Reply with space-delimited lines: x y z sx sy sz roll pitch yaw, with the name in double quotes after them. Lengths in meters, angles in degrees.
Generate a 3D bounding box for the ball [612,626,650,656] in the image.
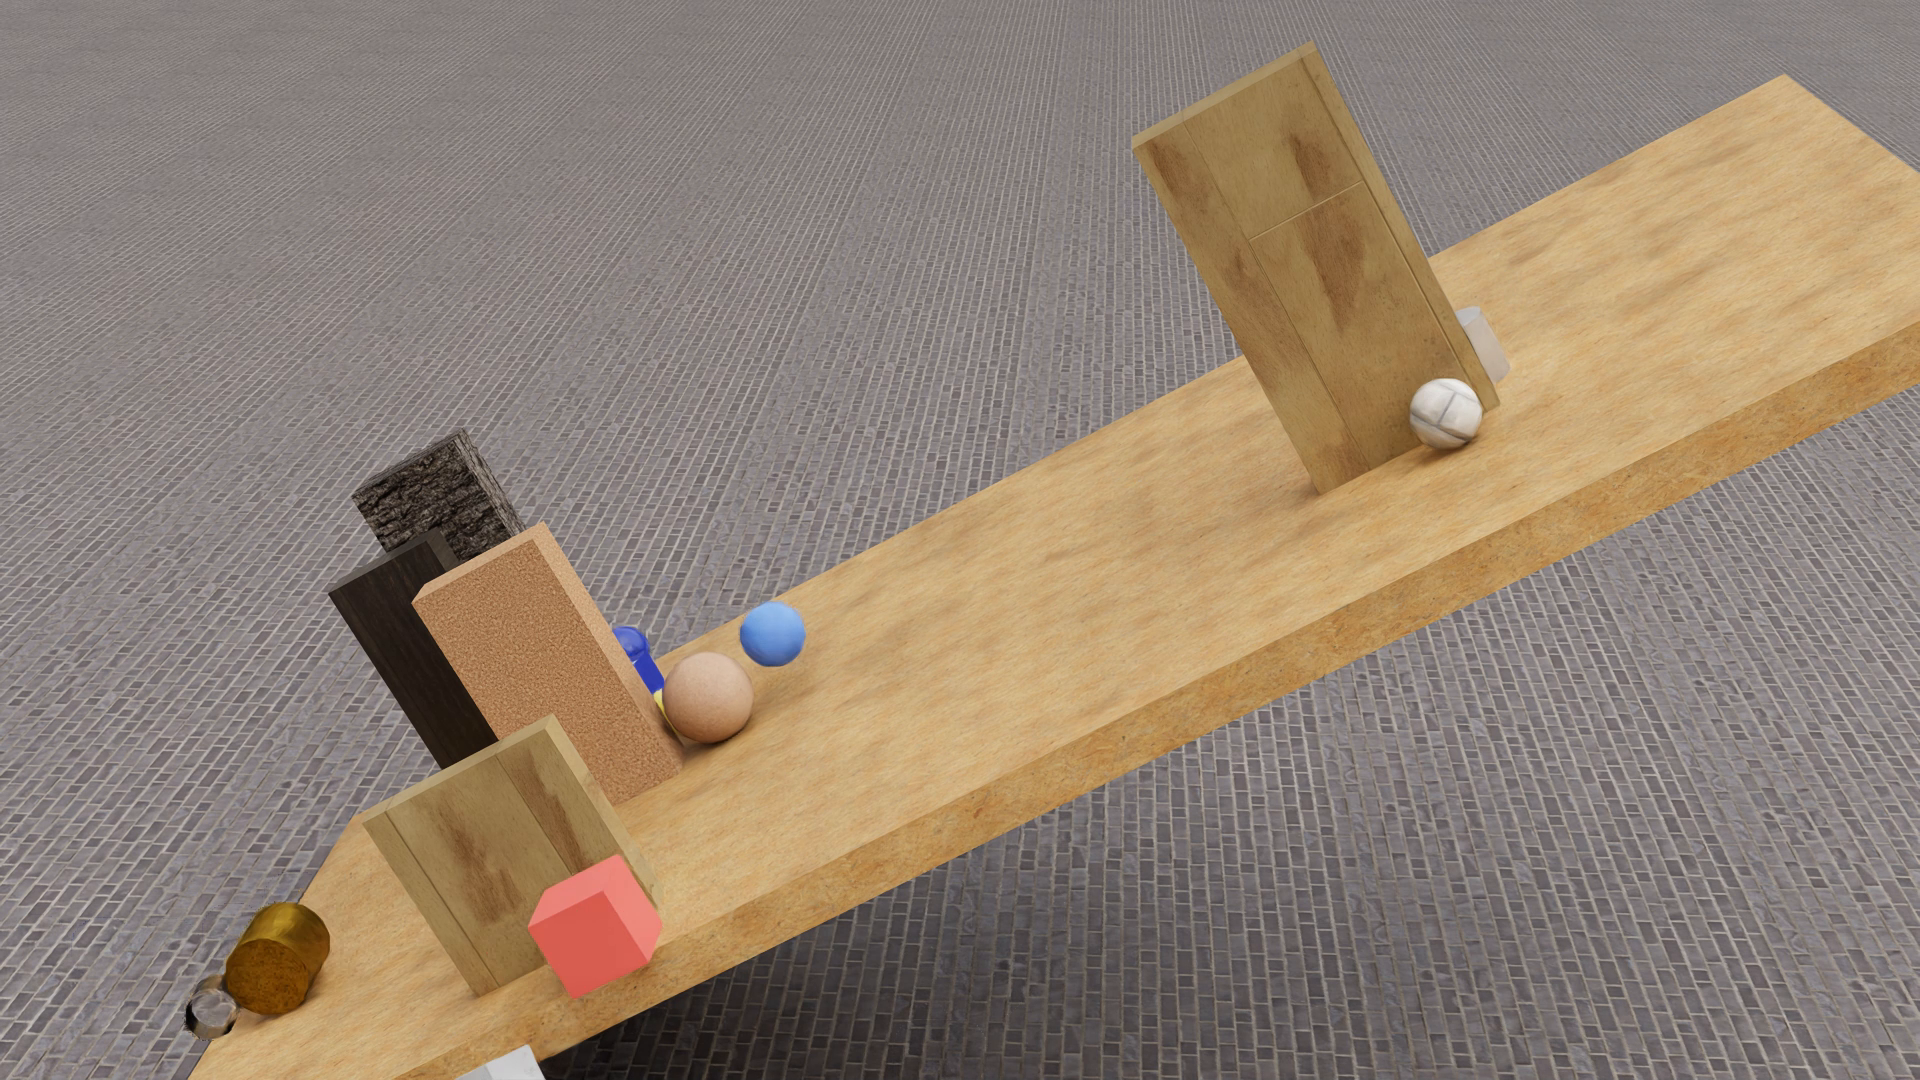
-0.874 0.292 7.656 0.135 0.135 0.135 0 18 0 "ball"

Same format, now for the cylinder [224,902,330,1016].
-1.479 0.908 6.380 0.182 0.182 0.182 1 18 3 "cylinder"

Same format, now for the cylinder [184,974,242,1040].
-1.638 1.025 6.462 0.108 0.108 0.108 -1 14 -3 "cylinder"

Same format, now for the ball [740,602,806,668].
-0.418 0.212 6.562 0.145 0.145 0.145 0 18 0 "ball"

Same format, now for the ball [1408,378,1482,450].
0.929 -0.242 5.629 0.138 0.138 0.138 0 18 0 "ball"

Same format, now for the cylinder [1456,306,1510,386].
1.017 -0.377 5.921 0.136 0.136 0.136 -28 14 8 "cylinder"

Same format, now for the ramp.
0.142 0.167 6.283 4.000 0.100 2.000 -27 14 11 "ramp"

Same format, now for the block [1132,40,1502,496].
0.696 -0.526 5.739 0.394 0.787 0.131 -27 14 11 "block"

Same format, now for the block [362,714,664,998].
-0.861 0.614 5.690 0.416 0.420 0.081 -27 14 11 "block"

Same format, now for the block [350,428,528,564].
-1.112 0.146 7.042 0.285 0.788 0.128 -27 14 11 "block"

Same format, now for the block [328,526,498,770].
-1.158 0.322 6.794 0.269 0.659 0.106 -27 14 11 "block"

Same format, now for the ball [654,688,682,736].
-0.651 0.388 6.669 0.115 0.115 0.115 0 18 0 "ball"

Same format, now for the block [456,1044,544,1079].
-0.858 1.039 5.429 0.143 0.143 0.143 -29 -6 24 "block"

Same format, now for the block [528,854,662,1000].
-0.678 0.720 5.484 0.165 0.165 0.165 -27 14 12 "block"

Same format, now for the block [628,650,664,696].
-0.779 0.398 6.755 0.181 0.181 0.181 -23 16 27 "block"

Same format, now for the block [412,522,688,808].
-0.891 0.304 6.420 0.309 0.612 0.125 -27 14 11 "block"

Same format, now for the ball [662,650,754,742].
-0.552 0.343 6.448 0.201 0.201 0.201 0 18 0 "ball"
